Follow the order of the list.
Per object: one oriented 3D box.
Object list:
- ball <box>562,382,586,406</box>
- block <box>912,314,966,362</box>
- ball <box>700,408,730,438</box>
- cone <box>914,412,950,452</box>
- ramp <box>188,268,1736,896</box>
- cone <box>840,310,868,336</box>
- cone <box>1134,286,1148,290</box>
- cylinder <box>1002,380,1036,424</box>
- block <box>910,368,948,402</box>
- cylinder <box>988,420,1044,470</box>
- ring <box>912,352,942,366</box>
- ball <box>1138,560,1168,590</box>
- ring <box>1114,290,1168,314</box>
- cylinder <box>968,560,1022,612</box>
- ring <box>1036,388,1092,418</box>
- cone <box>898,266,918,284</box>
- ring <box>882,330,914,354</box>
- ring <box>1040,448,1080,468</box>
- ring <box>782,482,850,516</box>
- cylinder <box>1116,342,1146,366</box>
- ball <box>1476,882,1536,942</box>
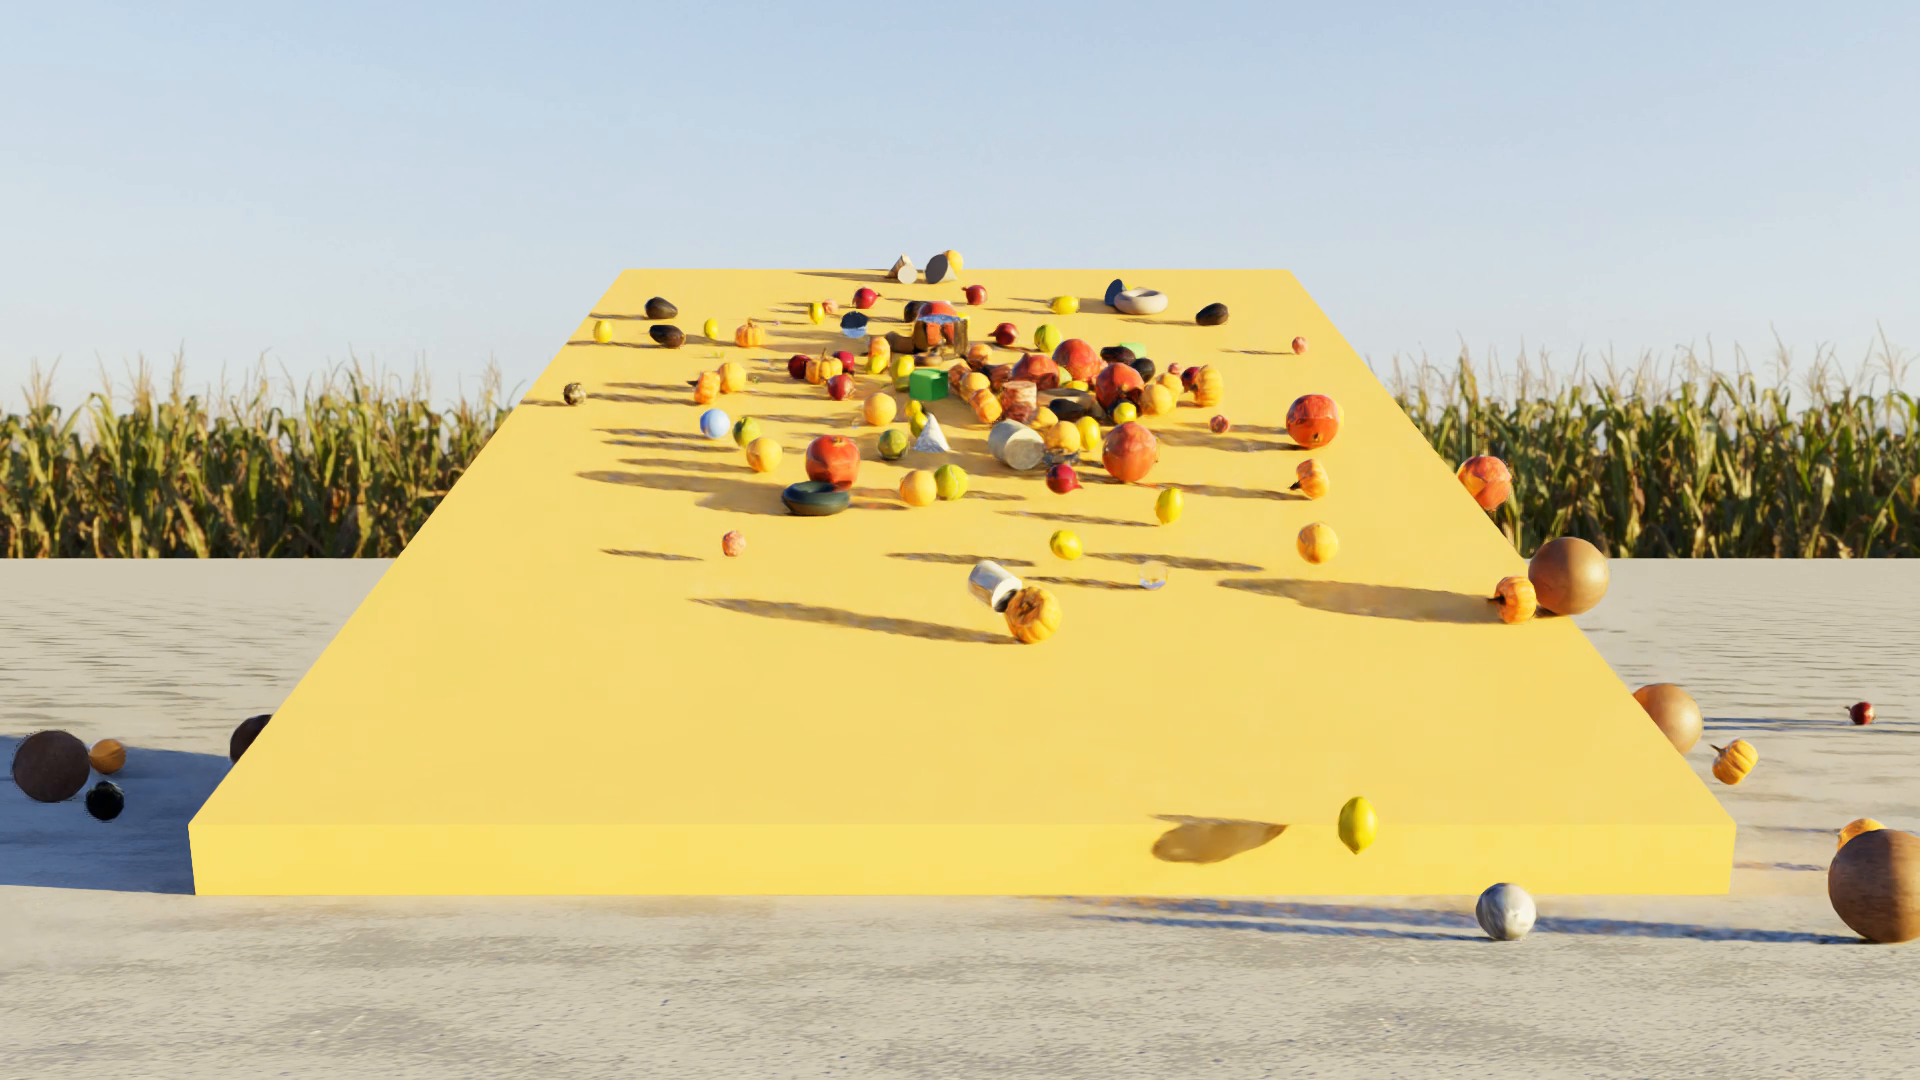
[{"bbox_3d":[-0.873,-0.330,5.036,0.052,0.052,0.052,0,0,0],"label":"ball"},{"bbox_3d":[-0.050,-0.501,5.520,0.095,0.095,0.095,16,24,42],"label":"block"},{"bbox_3d":[-0.524,-0.248,4.751,0.065,0.065,0.065,0,0,0],"label":"ball"},{"bbox_3d":[-0.060,-0.231,4.675,0.078,0.078,0.078,0,17,0],"label":"cone"},{"bbox_3d":[-0.003,-0.176,4.799,2.000,0.100,4.000,0,17,0],"label":"ramp"},{"bbox_3d":[-0.277,-0.552,5.787,0.072,0.072,0.072,0,-14,-4],"label":"cone"},{"bbox_3d":[0.498,-0.671,6.187,0.056,0.056,0.056,0,-10,-8],"label":"cone"},{"bbox_3d":[0.131,-0.305,4.917,0.077,0.077,0.077,0,17,0],"label":"cylinder"},{"bbox_3d":[-0.071,-0.356,5.109,0.061,0.061,0.061,13,21,35],"label":"block"},{"bbox_3d":[0.114,-0.195,4.545,0.086,0.086,0.086,0,16,-25],"label":"cylinder"},{"bbox_3d":[-0.081,-0.441,5.443,0.075,0.025,0.075,1,17,0],"label":"ring"},{"bbox_3d":[0.328,0.060,3.783,0.050,0.050,0.050,0,0,0],"label":"ball"},{"bbox_3d":[0.496,-0.651,6.083,0.150,0.050,0.150,-1,19,0],"label":"ring"},{"bbox_3d":[0.056,0.075,3.560,0.063,0.063,0.063,0,25,-43],"label":"cylinder"},{"bbox_3d":[0.226,-0.306,4.971,0.143,0.048,0.143,-1,16,0],"label":"ring"},{"bbox_3d":[-0.150,-0.766,6.491,0.057,0.057,0.057,0,-10,5],"label":"cone"},{"bbox_3d":[-0.130,-0.499,5.603,0.130,0.043,0.130,1,17,0],"label":"ring"},{"bbox_3d":[0.205,-0.169,4.562,0.083,0.028,0.083,2,17,0],"label":"ring"},{"bbox_3d":[-0.274,-0.080,4.242,0.131,0.044,0.131,4,15,-1],"label":"ring"},{"bbox_3d":[0.417,-0.454,5.432,0.057,0.057,0.057,-5,1,-16],"label":"cylinder"},{"bbox_3d":[0.628,0.428,2.560,0.067,0.067,0.067,0,0,0],"label":"ball"}]
